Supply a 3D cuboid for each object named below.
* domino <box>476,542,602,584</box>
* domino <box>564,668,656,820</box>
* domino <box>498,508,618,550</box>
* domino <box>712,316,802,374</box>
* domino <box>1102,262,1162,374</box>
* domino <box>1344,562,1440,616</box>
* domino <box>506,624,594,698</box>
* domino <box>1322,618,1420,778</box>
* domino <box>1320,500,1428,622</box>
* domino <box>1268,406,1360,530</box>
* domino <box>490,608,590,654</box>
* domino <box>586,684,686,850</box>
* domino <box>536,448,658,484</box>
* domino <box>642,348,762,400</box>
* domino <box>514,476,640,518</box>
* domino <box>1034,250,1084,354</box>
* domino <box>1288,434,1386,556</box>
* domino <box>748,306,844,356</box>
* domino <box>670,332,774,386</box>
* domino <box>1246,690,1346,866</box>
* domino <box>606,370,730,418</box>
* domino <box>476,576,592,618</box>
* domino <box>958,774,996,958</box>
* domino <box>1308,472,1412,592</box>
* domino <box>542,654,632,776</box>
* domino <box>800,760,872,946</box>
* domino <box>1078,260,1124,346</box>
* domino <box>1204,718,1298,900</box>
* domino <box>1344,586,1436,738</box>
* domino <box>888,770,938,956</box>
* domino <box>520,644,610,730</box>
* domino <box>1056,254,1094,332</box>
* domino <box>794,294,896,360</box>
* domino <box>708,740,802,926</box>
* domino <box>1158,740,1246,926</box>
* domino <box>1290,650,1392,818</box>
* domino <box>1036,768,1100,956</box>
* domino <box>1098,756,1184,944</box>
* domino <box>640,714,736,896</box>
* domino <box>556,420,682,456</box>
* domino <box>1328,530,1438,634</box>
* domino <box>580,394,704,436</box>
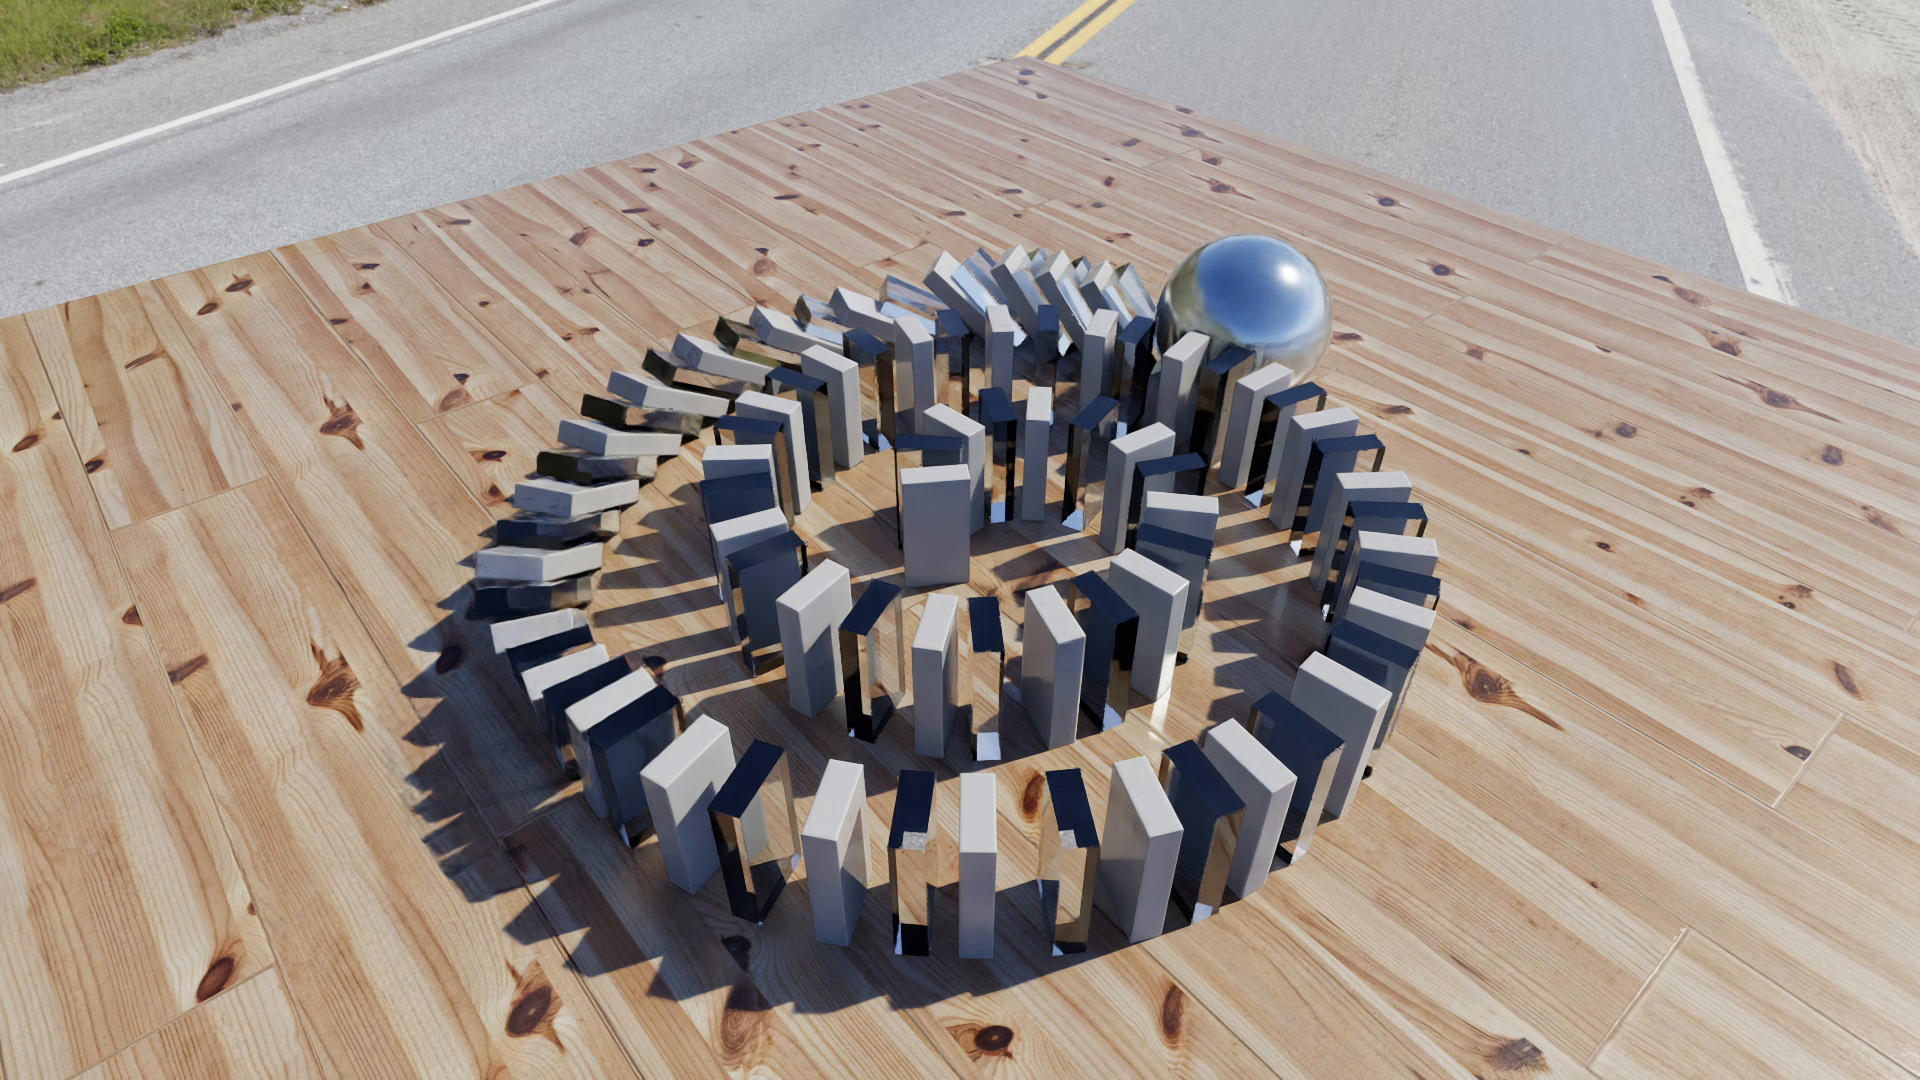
[{"bbox_3d":[-0.157,0.007,0.414,0.025,0.009,0.050,4,6,5],"label":"domino"},{"bbox_3d":[-0.103,0.062,0.334,0.025,0.050,0.009,-30,59,-31],"label":"domino"},{"bbox_3d":[-0.156,-0.005,0.431,0.025,0.010,0.050,5,9,6],"label":"domino"},{"bbox_3d":[-0.093,-0.093,0.538,0.050,0.009,0.025,10,27,-42],"label":"domino"},{"bbox_3d":[0.090,-0.110,0.549,0.010,0.050,0.025,-19,26,36],"label":"domino"},{"bbox_3d":[0.143,0.032,0.373,0.025,0.050,0.010,14,41,16],"label":"domino"},{"bbox_3d":[-0.134,0.041,0.365,0.025,0.050,0.009,-17,80,-20],"label":"domino"},{"bbox_3d":[0.126,0.051,0.350,0.025,0.050,0.009,25,46,28],"label":"domino"},{"bbox_3d":[0.150,0.009,0.401,0.025,0.050,0.009,2,39,3],"label":"domino"},{"bbox_3d":[0.143,-0.029,0.446,0.025,0.050,0.010,-11,41,-14],"label":"domino"},{"bbox_3d":[-0.144,0.031,0.381,0.025,0.009,0.050,-12,-1,-14],"label":"domino"},{"bbox_3d":[-0.094,0.068,0.328,0.010,0.050,0.025,35,51,30],"label":"domino"},{"bbox_3d":[-0.151,-0.032,0.462,0.025,0.010,0.050,10,9,13],"label":"domino"},{"bbox_3d":[-0.121,-0.077,0.517,0.025,0.010,0.050,34,17,35],"label":"domino"},{"bbox_3d":[-0.155,-0.019,0.449,0.025,0.010,0.050,10,11,12],"label":"domino"},{"bbox_3d":[0.058,-0.120,0.560,0.009,0.050,0.025,-19,28,36],"label":"domino"},{"bbox_3d":[0.148,-0.017,0.432,0.025,0.050,0.009,-7,40,-8],"label":"domino"},{"bbox_3d":[-0.077,-0.100,0.546,0.050,0.010,0.025,11,27,-40],"label":"domino"},{"bbox_3d":[-0.109,-0.085,0.526,0.050,0.009,0.025,8,21,-47],"label":"domino"},{"bbox_3d":[0.095,0.071,0.325,0.009,0.050,0.025,-27,47,-29],"label":"domino"},{"bbox_3d":[-0.133,-0.066,0.503,0.025,0.009,0.050,24,12,30],"label":"domino"},{"bbox_3d":[-0.153,0.020,0.397,0.025,0.009,0.050,-3,3,-3],"label":"domino"},{"bbox_3d":[0.005,0.090,0.302,0.010,0.050,0.025,0,39,0],"label":"domino"},{"bbox_3d":[0.150,-0.002,0.414,0.025,0.050,0.010,-2,39,-2],"label":"domino"},{"bbox_3d":[-0.115,0.055,0.344,0.025,0.050,0.009,-24,68,-27],"label":"domino"},{"bbox_3d":[-0.033,0.087,0.305,0.010,0.050,0.025,8,40,9],"label":"domino"},{"bbox_3d":[0.079,-0.112,0.551,0.009,0.050,0.025,-19,26,36],"label":"domino"},{"bbox_3d":[0.080,0.078,0.316,0.009,0.050,0.025,-22,44,-24],"label":"domino"},{"bbox_3d":[0.136,0.041,0.362,0.025,0.050,0.009,20,43,22],"label":"domino"},{"bbox_3d":[-0.012,0.089,0.302,0.010,0.050,0.025,3,39,4],"label":"domino"},{"bbox_3d":[-0.126,0.048,0.355,0.025,0.050,0.010,-20,78,-23],"label":"domino"},{"bbox_3d":[0.068,-0.116,0.556,0.010,0.050,0.025,-19,27,36],"label":"domino"},{"bbox_3d":[-0.057,-0.108,0.557,0.050,0.010,0.025,12,31,-32],"label":"domino"},{"bbox_3d":[-0.057,0.083,0.310,0.009,0.050,0.025,14,41,16],"label":"domino"},{"bbox_3d":[0.065,0.083,0.310,0.010,0.050,0.025,-16,42,-19],"label":"domino"},{"bbox_3d":[0.113,0.060,0.338,0.025,0.050,0.009,31,48,32],"label":"domino"},{"bbox_3d":[0.029,0.089,0.303,0.009,0.050,0.025,-4,40,-5],"label":"domino"},{"bbox_3d":[0.049,0.087,0.306,0.009,0.050,0.025,-10,40,-12],"label":"domino"},{"bbox_3d":[-0.076,0.077,0.318,0.009,0.050,0.025,22,44,24],"label":"domino"},{"bbox_3d":[-0.147,-0.044,0.478,0.025,0.010,0.050,17,11,20],"label":"domino"},{"bbox_3d":[0.148,0.021,0.386,0.025,0.050,0.009,7,40,8],"label":"domino"},{"bbox_3d":[-0.141,-0.056,0.490,0.025,0.009,0.050,18,9,23],"label":"domino"}]
